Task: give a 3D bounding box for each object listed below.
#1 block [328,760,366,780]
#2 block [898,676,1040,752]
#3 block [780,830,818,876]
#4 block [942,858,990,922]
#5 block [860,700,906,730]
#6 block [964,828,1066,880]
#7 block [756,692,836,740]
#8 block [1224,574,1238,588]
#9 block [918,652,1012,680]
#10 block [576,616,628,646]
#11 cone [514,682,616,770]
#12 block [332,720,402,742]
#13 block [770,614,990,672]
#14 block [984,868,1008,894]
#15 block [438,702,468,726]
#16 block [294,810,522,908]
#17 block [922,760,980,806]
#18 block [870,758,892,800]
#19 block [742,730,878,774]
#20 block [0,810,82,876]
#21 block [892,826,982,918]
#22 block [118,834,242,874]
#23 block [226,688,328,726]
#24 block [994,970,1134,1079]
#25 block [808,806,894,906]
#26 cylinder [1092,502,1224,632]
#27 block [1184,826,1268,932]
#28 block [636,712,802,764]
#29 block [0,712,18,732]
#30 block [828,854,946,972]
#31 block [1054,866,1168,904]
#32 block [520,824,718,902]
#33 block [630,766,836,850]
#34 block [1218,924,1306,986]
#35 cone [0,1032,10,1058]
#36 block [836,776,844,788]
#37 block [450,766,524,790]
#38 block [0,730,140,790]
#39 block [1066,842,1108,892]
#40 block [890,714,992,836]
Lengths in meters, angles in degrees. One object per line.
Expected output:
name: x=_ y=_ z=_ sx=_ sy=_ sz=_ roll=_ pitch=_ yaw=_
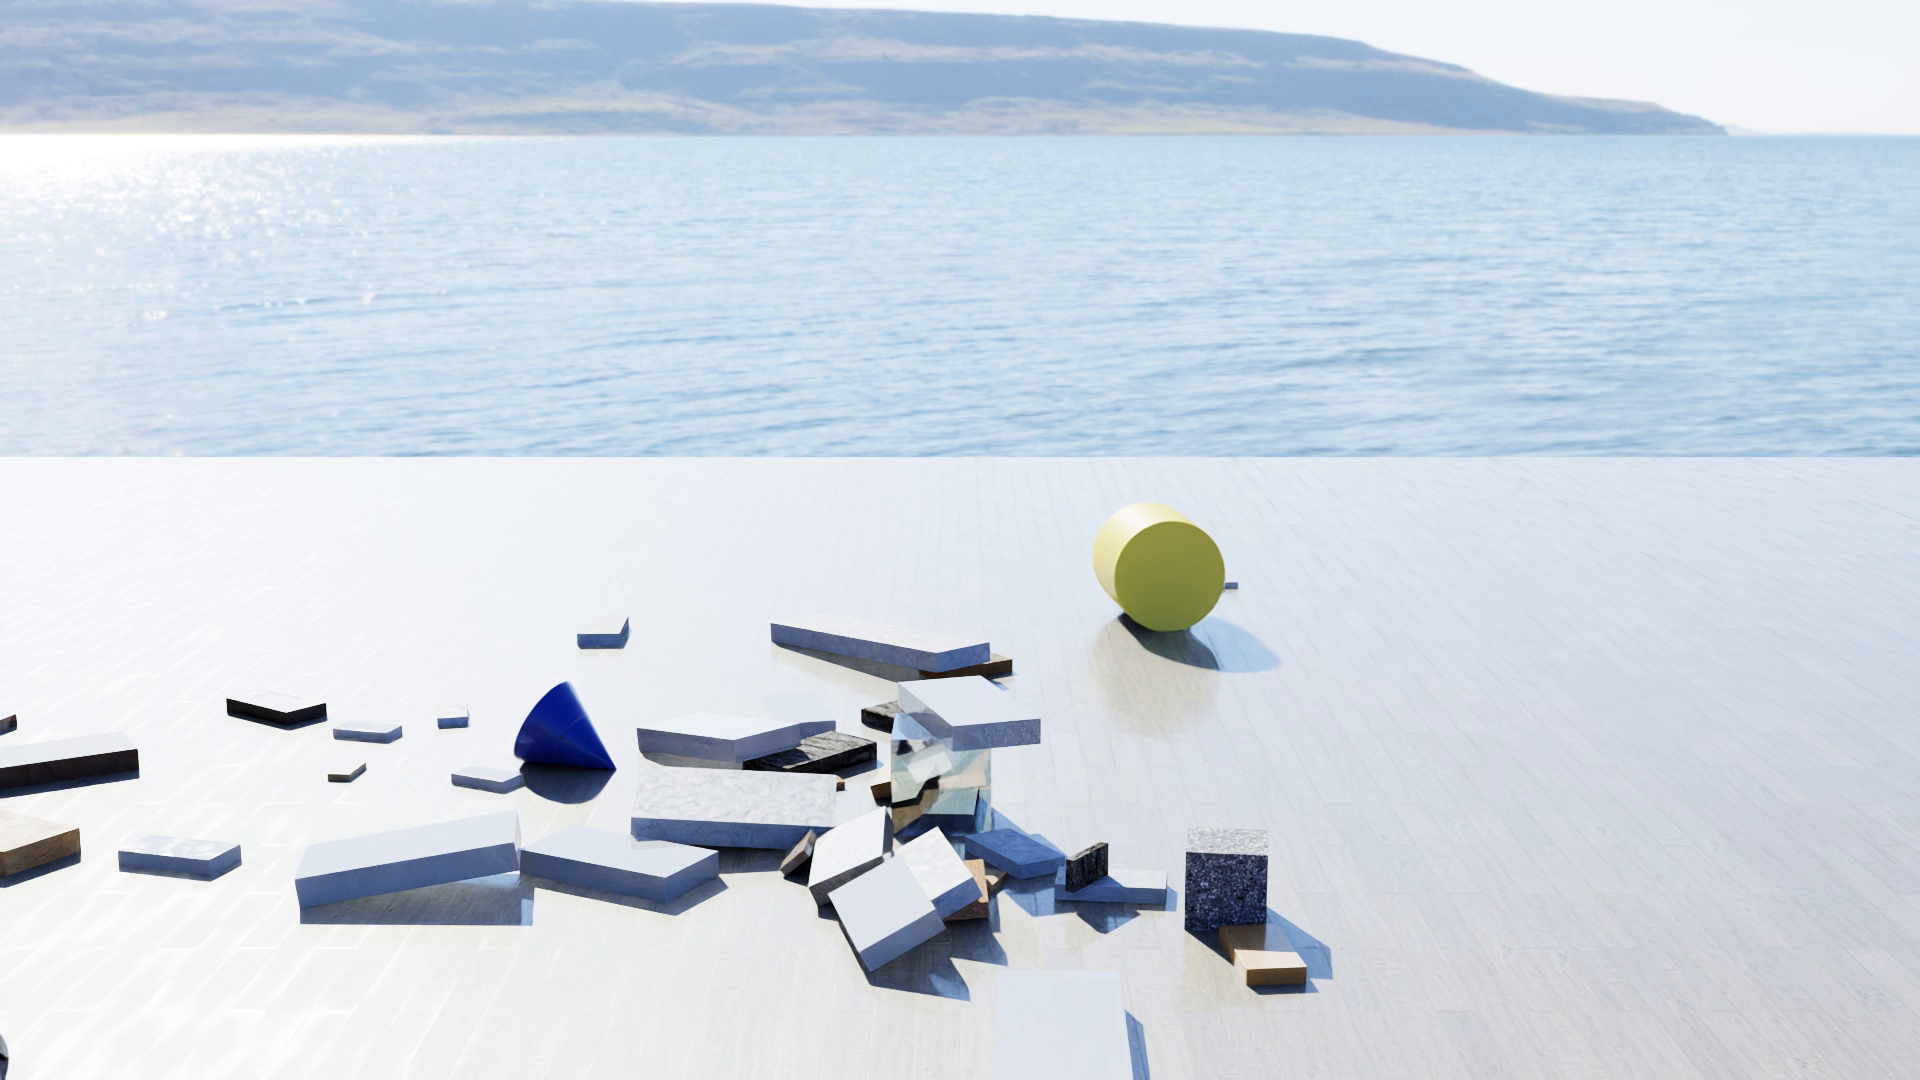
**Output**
block: x=-1.213 y=0.457 z=4.352 sx=0.045 sy=0.013 sz=0.090 roll=1 pitch=11 yaw=6
block: x=0.013 y=0.316 z=4.034 sx=0.165 sy=0.047 sz=0.329 roll=-3 pitch=11 yaw=-18
block: x=-0.279 y=0.541 z=3.803 sx=0.055 sy=0.016 sz=0.110 roll=-40 pitch=6 yaw=9
block: x=-0.002 y=0.576 z=3.623 sx=0.091 sy=0.026 sz=0.183 roll=-5 pitch=14 yaw=-1
block: x=-0.079 y=0.367 z=4.788 sx=0.273 sy=0.030 sz=0.105 roll=-10 pitch=15 yaw=-44
block: x=0.095 y=0.546 z=3.835 sx=0.091 sy=0.026 sz=0.183 roll=-6 pitch=12 yaw=-31
block: x=-0.354 y=0.376 z=4.722 sx=0.127 sy=0.036 sz=0.254 roll=-3 pitch=11 yaw=-15
block: x=0.745 y=0.115 z=6.183 sx=0.055 sy=0.016 sz=0.110 roll=-1 pitch=11 yaw=-3
block: x=0.014 y=0.297 z=5.167 sx=0.199 sy=0.028 sz=0.099 roll=-7 pitch=13 yaw=-34
block: x=-0.899 y=0.227 z=5.543 sx=0.105 sy=0.030 sz=0.211 roll=0 pitch=11 yaw=-2
cone: x=-0.759 y=0.411 z=4.401 sx=0.187 sy=0.187 sz=0.187 roll=31 pitch=20 yaw=15
block: x=-1.247 y=0.402 z=4.631 sx=0.127 sy=0.018 sz=0.063 roll=3 pitch=11 yaw=16
block: x=-0.201 y=0.245 z=5.304 sx=0.165 sy=0.047 sz=0.633 roll=-9 pitch=11 yaw=-41
block: x=0.045 y=0.576 z=3.711 sx=0.045 sy=0.013 sz=0.090 roll=4 pitch=11 yaw=22
block: x=-1.100 y=0.377 z=4.766 sx=0.063 sy=0.018 sz=0.127 roll=-2 pitch=11 yaw=-12
block: x=-0.924 y=0.535 z=3.706 sx=0.357 sy=0.051 sz=0.179 roll=-9 pitch=12 yaw=-8
block: x=-0.016 y=0.468 z=4.248 sx=0.099 sy=0.028 sz=0.199 roll=1 pitch=11 yaw=3
block: x=-0.103 y=0.447 z=4.266 sx=0.099 sy=0.028 sz=0.199 roll=-15 pitch=9 yaw=13
block: x=-0.299 y=0.436 z=4.401 sx=0.127 sy=0.036 sz=0.254 roll=9 pitch=14 yaw=40
block: x=-1.724 y=0.527 z=3.891 sx=0.307 sy=0.043 sz=0.153 roll=6 pitch=12 yaw=29
block: x=-0.059 y=0.556 z=3.594 sx=0.133 sy=0.038 sz=0.266 roll=-28 pitch=15 yaw=-7
block: x=-1.358 y=0.547 z=3.828 sx=0.184 sy=0.026 sz=0.092 roll=3 pitch=11 yaw=16
block: x=-1.494 y=0.364 z=4.804 sx=0.211 sy=0.030 sz=0.105 roll=8 pitch=13 yaw=36
block: x=0.134 y=0.716 z=2.854 sx=0.179 sy=0.051 sz=0.708 roll=0 pitch=11 yaw=1
block: x=-0.182 y=0.534 z=3.728 sx=0.133 sy=0.038 sz=0.266 roll=-24 pitch=10 yaw=4
cylinder: x=0.511 y=0.067 z=5.701 sx=0.287 sy=0.287 sz=0.287 roll=-1 pitch=11 yaw=-8
block: x=0.430 y=0.547 z=3.546 sx=0.129 sy=0.129 sz=0.129 roll=1 pitch=11 yaw=7
block: x=-0.491 y=0.399 z=4.456 sx=0.165 sy=0.047 sz=0.329 roll=-11 pitch=8 yaw=-42
block: x=-2.118 y=0.417 z=4.528 sx=0.092 sy=0.026 sz=0.402 roll=3 pitch=11 yaw=16
block: x=-0.117 y=0.583 z=3.455 sx=0.133 sy=0.038 sz=0.266 roll=-29 pitch=15 yaw=-7
block: x=0.253 y=0.576 z=3.673 sx=0.184 sy=0.026 sz=0.092 roll=1 pitch=11 yaw=7
block: x=-0.583 y=0.551 z=3.759 sx=0.307 sy=0.043 sz=0.153 roll=6 pitch=12 yaw=28
block: x=-0.402 y=0.480 z=3.941 sx=0.357 sy=0.051 sz=0.179 roll=3 pitch=24 yaw=-4
block: x=0.462 y=0.633 z=3.365 sx=0.091 sy=0.026 sz=0.183 roll=-1 pitch=11 yaw=-6
cone: x=-1.428 y=0.676 z=2.969 sx=0.193 sy=0.193 sz=0.193 roll=-33 pitch=23 yaw=-19
block: x=-0.273 y=0.473 z=4.262 sx=0.090 sy=0.013 sz=0.045 roll=-4 pitch=11 yaw=-23
block: x=-0.923 y=0.465 z=4.294 sx=0.127 sy=0.018 sz=0.063 roll=5 pitch=12 yaw=27
block: x=-1.812 y=0.440 z=4.359 sx=0.320 sy=0.043 sz=0.153 roll=-7 pitch=12 yaw=-32
block: x=0.211 y=0.541 z=3.639 sx=0.016 sy=0.055 sz=0.110 roll=7 pitch=13 yaw=34
block: x=-0.032 y=0.429 z=4.041 sx=0.180 sy=0.180 sz=0.180 roll=0 pitch=11 yaw=1
